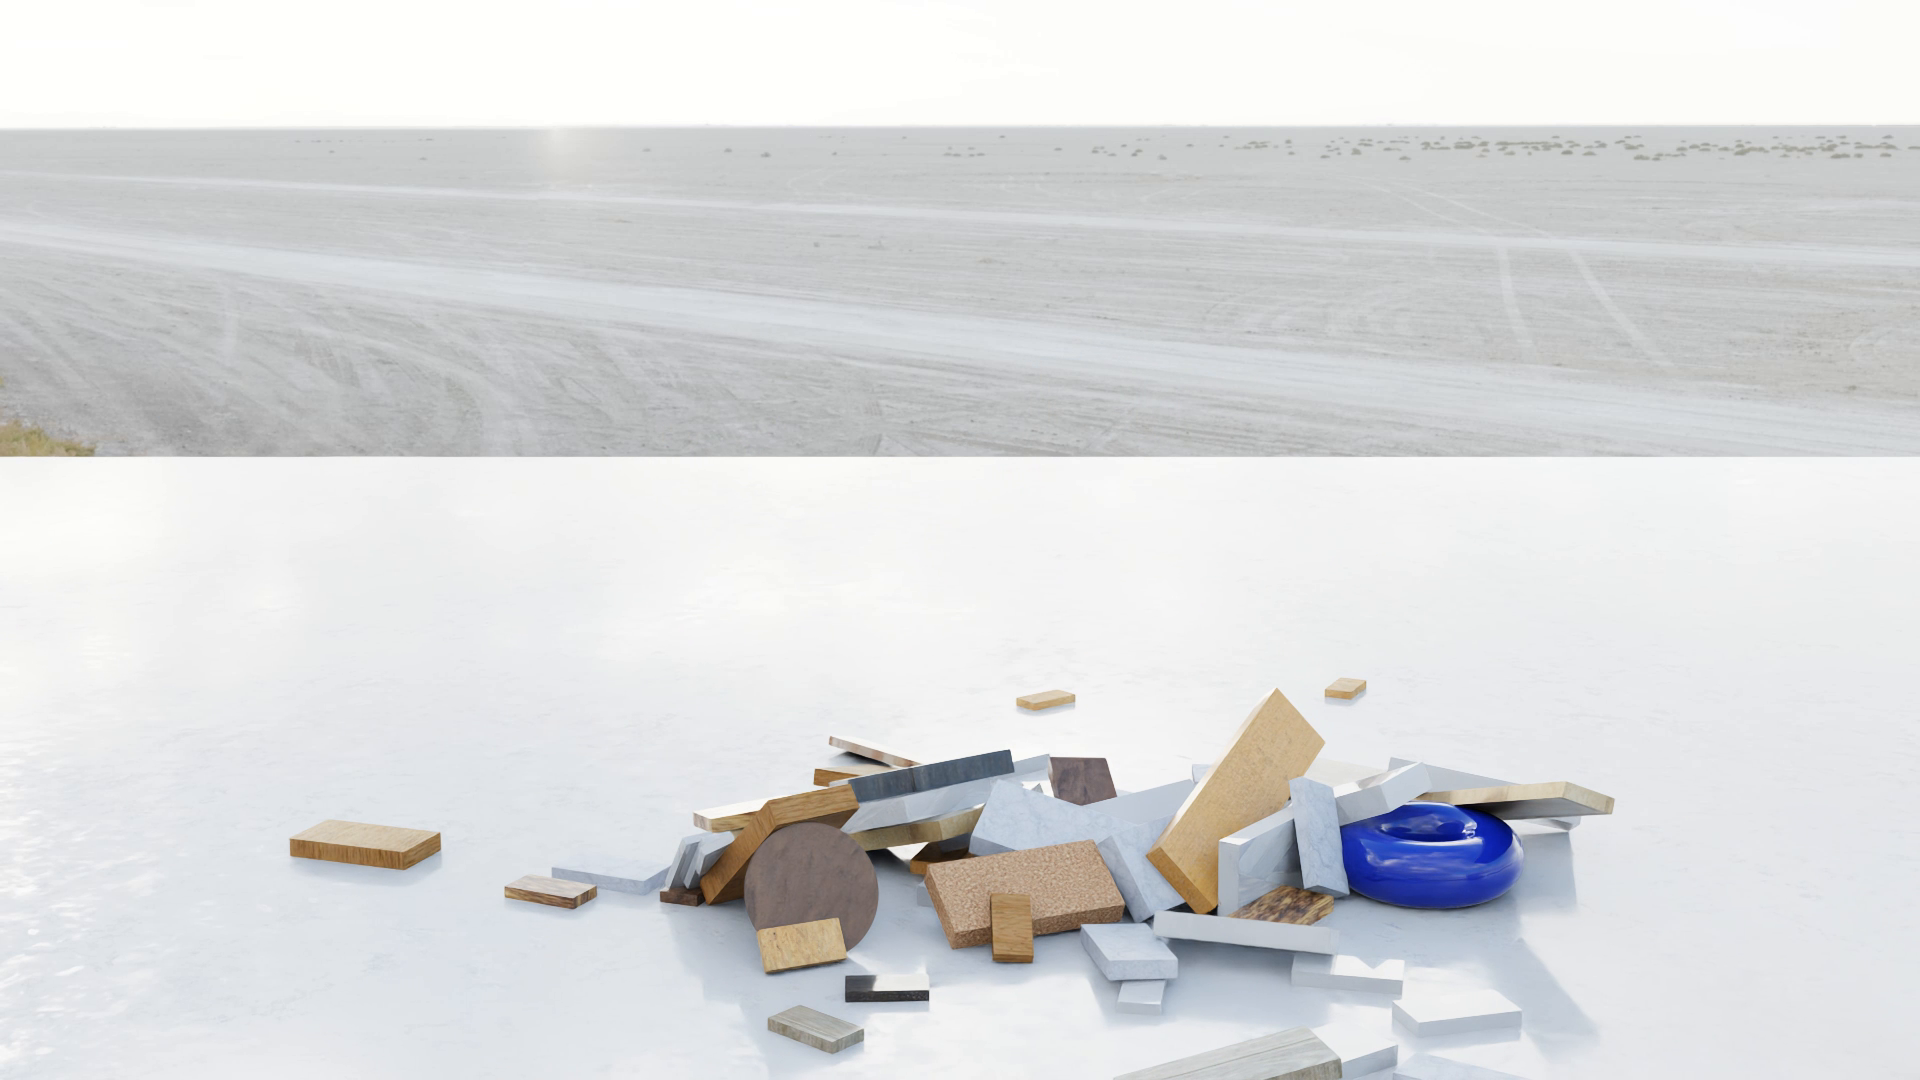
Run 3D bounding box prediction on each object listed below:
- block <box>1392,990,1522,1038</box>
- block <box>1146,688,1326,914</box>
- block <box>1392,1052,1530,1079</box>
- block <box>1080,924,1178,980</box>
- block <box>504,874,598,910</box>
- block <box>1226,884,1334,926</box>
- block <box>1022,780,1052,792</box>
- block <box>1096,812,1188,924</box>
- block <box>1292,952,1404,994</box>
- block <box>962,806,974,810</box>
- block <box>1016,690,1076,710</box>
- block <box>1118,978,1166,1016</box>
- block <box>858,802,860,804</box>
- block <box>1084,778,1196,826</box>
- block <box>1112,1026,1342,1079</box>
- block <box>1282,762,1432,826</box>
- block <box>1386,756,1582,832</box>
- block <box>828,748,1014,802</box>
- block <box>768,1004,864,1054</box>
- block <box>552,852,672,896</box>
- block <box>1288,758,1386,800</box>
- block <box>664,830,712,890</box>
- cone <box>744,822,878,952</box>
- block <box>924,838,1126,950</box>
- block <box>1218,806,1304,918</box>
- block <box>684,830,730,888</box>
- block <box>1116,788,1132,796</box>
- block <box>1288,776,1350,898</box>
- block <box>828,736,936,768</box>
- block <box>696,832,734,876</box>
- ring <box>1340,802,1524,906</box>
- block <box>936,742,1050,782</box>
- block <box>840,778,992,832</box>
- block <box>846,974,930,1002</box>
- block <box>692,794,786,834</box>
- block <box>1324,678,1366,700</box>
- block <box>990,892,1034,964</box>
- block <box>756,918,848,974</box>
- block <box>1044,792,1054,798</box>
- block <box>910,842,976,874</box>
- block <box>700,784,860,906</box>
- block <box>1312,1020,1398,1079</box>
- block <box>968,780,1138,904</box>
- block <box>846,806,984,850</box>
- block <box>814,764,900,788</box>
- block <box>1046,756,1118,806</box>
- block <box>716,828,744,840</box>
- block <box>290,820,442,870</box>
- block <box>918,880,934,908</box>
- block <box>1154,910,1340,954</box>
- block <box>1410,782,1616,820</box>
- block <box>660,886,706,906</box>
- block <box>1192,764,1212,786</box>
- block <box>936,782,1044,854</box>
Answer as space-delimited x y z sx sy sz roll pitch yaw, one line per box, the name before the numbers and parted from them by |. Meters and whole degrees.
block | 0.710 0.676 3.142 0.162 0.023 0.081 -3 11 -15
block | 0.476 0.436 3.741 0.038 0.133 0.514 -41 2 41
block | 0.664 0.720 2.908 0.162 0.023 0.081 7 13 33
block | 0.255 0.624 3.341 0.103 0.029 0.207 0 5 -8
block | -0.680 0.583 3.651 0.137 0.019 0.068 5 12 25
block | 0.515 0.601 3.535 0.093 0.026 0.186 8 13 36
block | 0.205 0.481 4.195 0.161 0.023 0.081 -2 11 -9
block | 0.362 0.526 3.631 0.286 0.143 0.041 -11 -22 -45
block | 0.581 0.648 3.293 0.162 0.023 0.081 2 11 13
block | -0.098 0.495 4.097 0.221 0.031 0.111 -5 12 -26
block | 0.191 0.355 4.887 0.122 0.017 0.061 -9 13 -39
block | 0.268 0.664 3.225 0.062 0.017 0.123 2 11 10
block | -0.230 0.500 3.994 0.161 0.023 0.081 2 30 30
block | 0.313 0.491 3.766 0.257 0.036 0.128 -11 40 -23
block | 0.349 0.702 2.872 0.279 0.029 0.103 -11 16 -16
block | 0.630 0.469 3.815 0.339 0.048 0.170 -23 -5 37
block | 0.936 0.457 3.950 0.339 0.048 0.170 11 -9 11
block | -0.070 0.427 3.951 0.303 0.043 0.152 -9 -5 -17
block | -0.203 0.688 3.093 0.128 0.018 0.064 9 14 40
block | -0.591 0.565 3.732 0.182 0.026 0.091 5 11 23
block | 0.696 0.467 4.197 0.339 0.048 0.170 7 13 35
block | -0.445 0.527 3.622 0.055 0.111 0.016 -8 46 -38
cone | -0.263 0.574 3.493 0.215 0.215 0.215 -4 -15 -20
block | 0.102 0.562 3.502 0.286 0.041 0.143 -6 41 -19
block | 0.511 0.530 3.628 0.038 0.133 0.266 8 13 37
block | -0.414 0.527 3.622 0.055 0.111 0.016 -8 46 -38
block | 0.227 0.510 3.896 0.128 0.036 0.257 9 23 40
block | 0.595 0.493 3.645 0.026 0.186 0.093 -25 -32 36
block | -0.129 0.431 4.365 0.068 0.019 0.390 8 0 -35
block | -0.397 0.509 3.560 0.055 0.016 0.111 -24 -19 -21
ring | 0.786 0.528 3.710 0.326 0.109 0.326 -1 11 0
block | 0.059 0.445 4.362 0.221 0.031 0.111 -9 14 -40
block | -0.082 0.461 3.820 0.152 0.043 0.303 -13 -6 28
block | -0.107 0.661 3.241 0.123 0.017 0.062 -1 11 -3
block | -0.379 0.492 3.955 0.182 0.026 0.091 -7 5 -27
block | 0.875 0.336 4.987 0.061 0.017 0.122 5 12 26
block | 0.080 0.600 3.402 0.062 0.017 0.123 4 39 -5
block | -0.240 0.618 3.349 0.128 0.064 0.018 -5 -24 -24
block | 0.113 0.495 3.876 0.105 0.030 0.210 -20 5 28
block | -0.023 0.548 3.833 0.081 0.023 0.161 3 11 16
block | -0.294 0.494 3.553 0.152 0.043 0.303 -7 -28 -35
block | 0.482 0.703 2.978 0.207 0.029 0.103 -7 13 -34
block | 0.174 0.502 3.658 0.286 0.041 0.143 17 39 10
block | -0.090 0.502 3.793 0.116 0.033 0.301 -10 -4 -44
block | -0.176 0.453 4.186 0.111 0.031 0.221 5 -1 26
block | 0.223 0.458 3.866 0.105 0.030 0.210 2 32 -10
block | -0.386 0.531 3.860 0.091 0.026 0.250 2 6 13
block | -1.047 0.536 3.872 0.232 0.033 0.116 4 11 19
block | 0.059 0.581 3.625 0.232 0.033 0.116 4 11 20
block | 0.440 0.602 3.371 0.266 0.038 0.133 3 -11 16
block | 0.910 0.452 3.755 0.093 0.026 0.574 20 -14 -14
block | -0.440 0.578 3.679 0.068 0.019 0.137 4 11 20
block | 0.487 0.464 4.300 0.061 0.017 0.122 1 11 3
block | 0.056 0.487 3.861 0.105 0.030 0.210 -19 5 33
